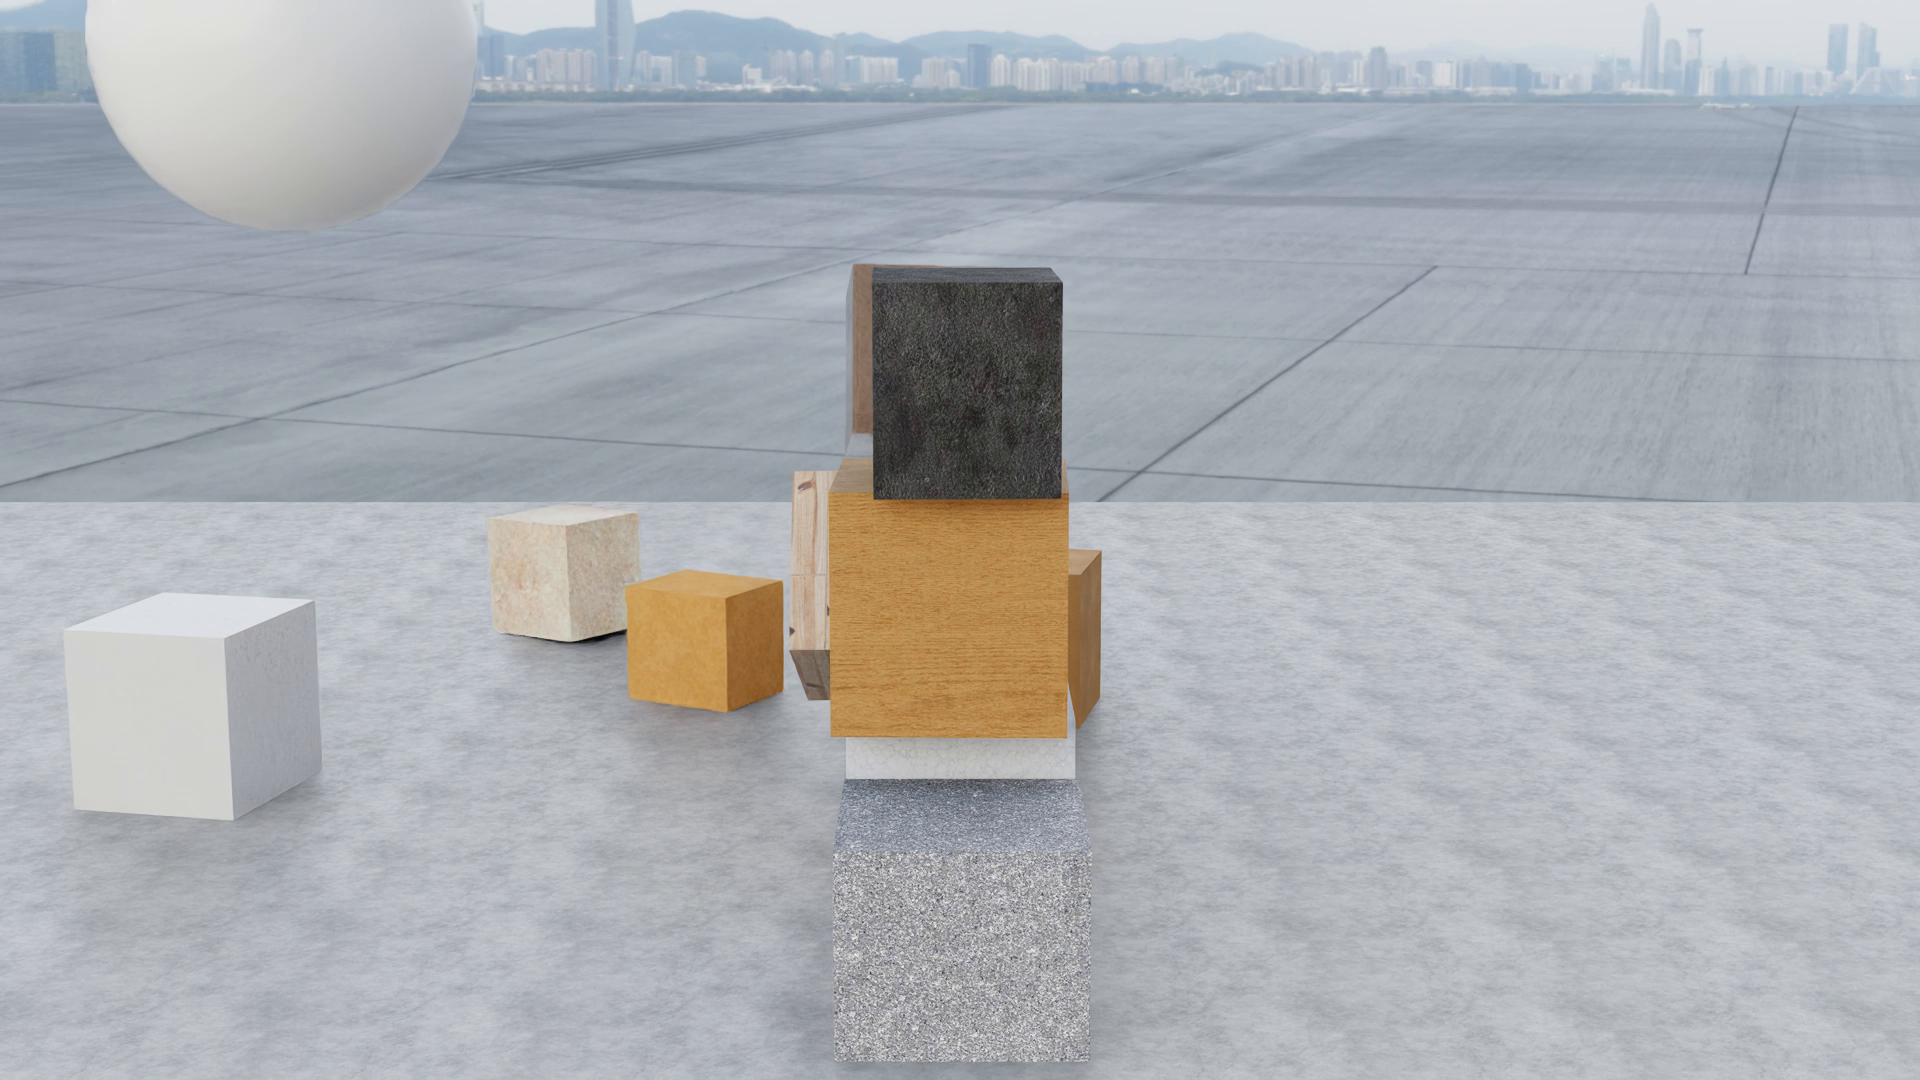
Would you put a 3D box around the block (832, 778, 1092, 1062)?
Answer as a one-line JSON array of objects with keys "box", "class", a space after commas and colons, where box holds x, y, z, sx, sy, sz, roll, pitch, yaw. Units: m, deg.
[{"box": [0.008, 1.406, 9.637, 0.919, 0.785, 0.954, 0, 10, 0], "class": "block"}]

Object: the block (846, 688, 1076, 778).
[{"box": [0.000, 1.125, 10.534, 0.896, 1.018, 0.900, 0, 10, 0], "class": "block"}]

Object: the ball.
[{"box": [-2.841, -2.096, 10.799, 1.600, 1.600, 1.600, 0, 10, 0], "class": "ball"}]

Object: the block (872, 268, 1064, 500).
[{"box": [0.017, -0.607, 9.725, 0.692, 0.795, 0.736, 0, 10, -2], "class": "block"}]

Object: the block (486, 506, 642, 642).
[{"box": [-2.511, 0.203, 16.329, 0.714, 0.732, 0.629, 5, 11, 37], "class": "block"}]

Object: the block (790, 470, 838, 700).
[{"box": [-0.290, 0.204, 11.109, 0.803, 0.789, 0.788, -1, -19, 2], "class": "block"}]

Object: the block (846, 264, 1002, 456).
[{"box": [-0.197, -0.919, 13.352, 0.759, 0.864, 0.829, 0, -6, -5], "class": "block"}]

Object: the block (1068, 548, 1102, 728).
[{"box": [0.326, 0.526, 14.290, 0.813, 0.852, 0.738, 2, 11, 12], "class": "block"}]

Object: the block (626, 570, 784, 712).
[{"box": [-1.451, 0.567, 14.636, 0.677, 0.649, 0.578, 6, 12, 28], "class": "block"}]

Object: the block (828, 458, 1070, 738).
[{"box": [-0.033, 0.209, 10.091, 0.899, 0.943, 0.871, 0, 10, 1], "class": "block"}]

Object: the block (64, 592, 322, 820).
[{"box": [-3.768, 0.802, 12.672, 0.843, 0.888, 0.917, 2, 11, 13], "class": "block"}]
